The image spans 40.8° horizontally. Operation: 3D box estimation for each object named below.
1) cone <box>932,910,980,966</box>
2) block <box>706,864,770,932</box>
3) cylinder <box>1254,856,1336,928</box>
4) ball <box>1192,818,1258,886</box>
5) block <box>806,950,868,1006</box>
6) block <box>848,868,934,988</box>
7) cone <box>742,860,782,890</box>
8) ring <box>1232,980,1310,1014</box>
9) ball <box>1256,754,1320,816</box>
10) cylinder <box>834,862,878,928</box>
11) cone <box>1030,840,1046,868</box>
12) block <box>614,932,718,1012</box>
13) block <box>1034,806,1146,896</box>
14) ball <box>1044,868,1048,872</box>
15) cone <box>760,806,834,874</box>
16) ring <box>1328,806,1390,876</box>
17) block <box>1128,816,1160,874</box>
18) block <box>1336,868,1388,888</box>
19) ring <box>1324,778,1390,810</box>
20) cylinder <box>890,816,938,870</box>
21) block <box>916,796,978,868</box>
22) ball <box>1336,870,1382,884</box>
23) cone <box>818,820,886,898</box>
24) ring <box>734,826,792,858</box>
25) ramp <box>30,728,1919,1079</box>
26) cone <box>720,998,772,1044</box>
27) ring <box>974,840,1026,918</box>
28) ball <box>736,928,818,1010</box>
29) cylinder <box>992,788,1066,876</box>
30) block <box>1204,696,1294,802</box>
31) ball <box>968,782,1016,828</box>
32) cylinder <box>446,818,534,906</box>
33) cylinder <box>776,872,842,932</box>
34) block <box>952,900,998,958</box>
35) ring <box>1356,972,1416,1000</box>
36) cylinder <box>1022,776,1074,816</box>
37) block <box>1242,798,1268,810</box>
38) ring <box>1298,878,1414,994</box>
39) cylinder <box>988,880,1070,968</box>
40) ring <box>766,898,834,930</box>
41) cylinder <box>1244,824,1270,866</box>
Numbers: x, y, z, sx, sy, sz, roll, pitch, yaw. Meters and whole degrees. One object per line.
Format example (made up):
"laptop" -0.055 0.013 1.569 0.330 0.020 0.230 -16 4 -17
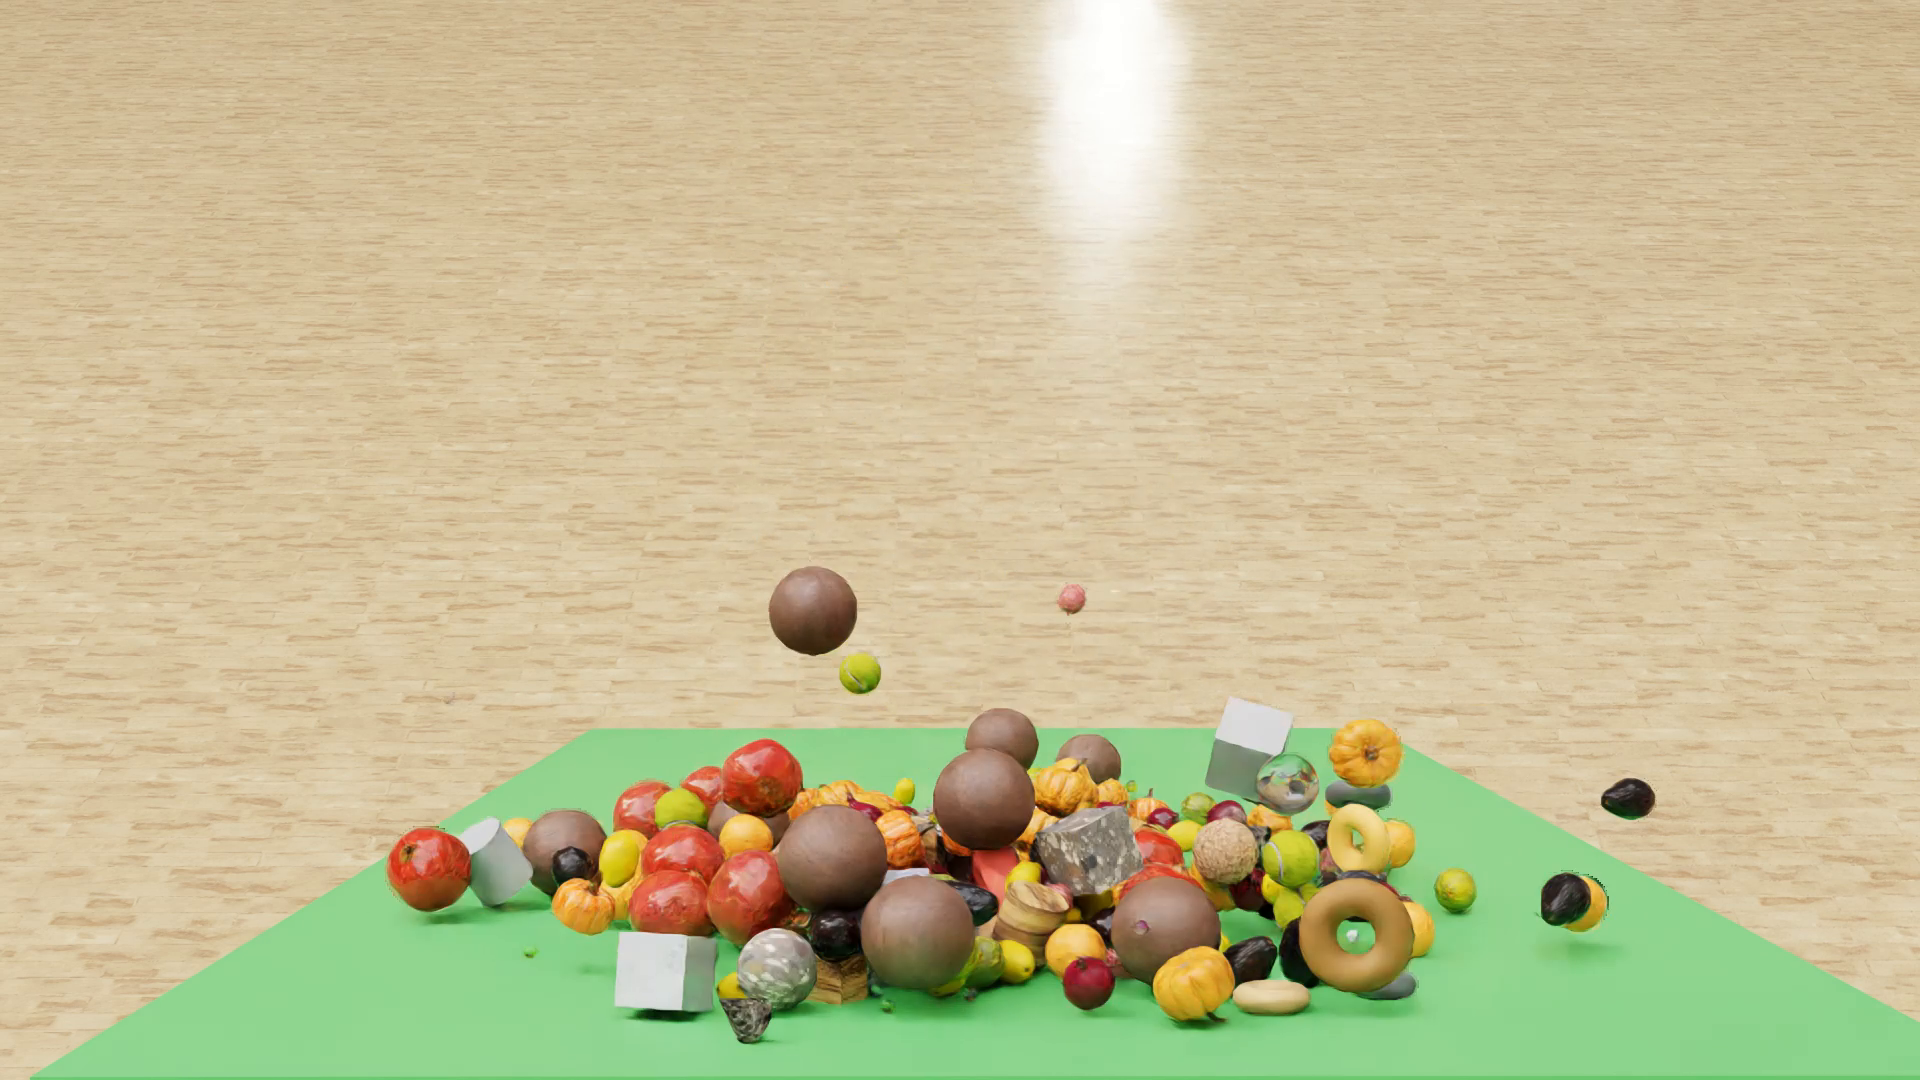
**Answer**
"cone" -0.015 0.484 3.162 0.067 0.067 0.067 4 28 8
"block" -0.299 0.483 3.490 0.077 0.077 0.077 -5 -2 -2
"cylinder" 0.453 0.475 3.459 0.083 0.083 0.083 23 15 -31
"ball" 0.350 0.412 3.408 0.088 0.088 0.088 0 28 0
"block" -0.143 0.508 3.001 0.051 0.051 0.051 1 1 36
"block" -0.083 0.464 3.086 0.098 0.098 0.098 -2 31 -2
"cone" -0.277 0.479 3.561 0.057 0.057 0.057 3 53 5
"ring" 0.354 0.520 2.935 0.089 0.030 0.089 -1 -1 0
"ball" 0.447 0.333 3.520 0.086 0.086 0.086 0 28 0
"cylinder" -0.121 0.446 3.217 0.065 0.065 0.065 -4 21 -8
"cone" 0.133 0.410 3.301 0.065 0.065 0.065 -14 37 -26
"block" -0.331 0.487 2.909 0.083 0.083 0.083 0 -10 19
"block" 0.163 0.390 3.238 0.084 0.084 0.084 -22 6 -36
"ball" 0.144 0.425 3.501 0.071 0.071 0.071 0 28 0
"cone" -0.224 0.420 3.470 0.099 0.099 0.099 -20 24 14
"ring" 0.549 0.416 3.558 0.035 0.105 0.105 -15 31 -35
"block" 0.259 0.457 3.881 0.060 0.060 0.060 22 69 5
"block" 0.567 0.495 3.640 0.058 0.058 0.058 0 1 -6
"ring" 0.567 0.363 3.680 0.094 0.094 0.031 2 71 4
"cylinder" -0.061 0.404 3.410 0.063 0.063 0.063 0 9 0
"block" -0.022 0.397 3.505 0.057 0.057 0.057 -34 40 -20
"ball" 0.506 0.453 3.288 0.068 0.068 0.068 0 28 0
"cone" -0.157 0.394 3.296 0.091 0.091 0.091 -34 -3 -2
"ring" -0.301 0.495 4.204 0.131 0.044 0.131 -2 2 0
"ramp" 0.062 0.560 4.599 2.000 0.100 4.000 0 1 0
"cone" -0.238 0.500 2.750 0.053 0.053 0.053 -30 39 28
"ring" 0.057 0.457 3.314 0.050 0.150 0.150 -16 30 -10
"ball" -0.206 0.485 2.919 0.092 0.092 0.092 0 28 0
"cylinder" 0.112 0.434 3.839 0.092 0.092 0.092 39 36 5
"block" 0.435 0.317 3.891 0.100 0.100 0.100 16 40 10
"ball" 0.056 0.469 4.569 0.084 0.084 0.084 0 28 0
"cylinder" -0.666 0.458 3.665 0.087 0.087 0.087 -27 23 12
"cylinder" -0.196 0.478 3.411 0.069 0.069 0.069 17 14 -38
"block" 0.019 0.488 3.237 0.052 0.052 0.052 3 52 1
"ring" 0.494 0.520 3.023 0.078 0.026 0.078 -1 1 0
"cylinder" 0.145 0.441 4.230 0.078 0.078 0.078 -2 36 -5
"block" 0.511 0.405 4.213 0.064 0.064 0.064 25 -10 -28
"ring" 0.446 0.445 2.907 0.130 0.130 0.043 7 1 13
"cylinder" 0.084 0.471 3.167 0.079 0.079 0.079 17 14 -5
"ring" -0.198 0.464 3.203 0.087 0.029 0.087 13 -5 1
"cylinder" 0.456 0.482 4.086 0.062 0.062 0.062 3 27 16
